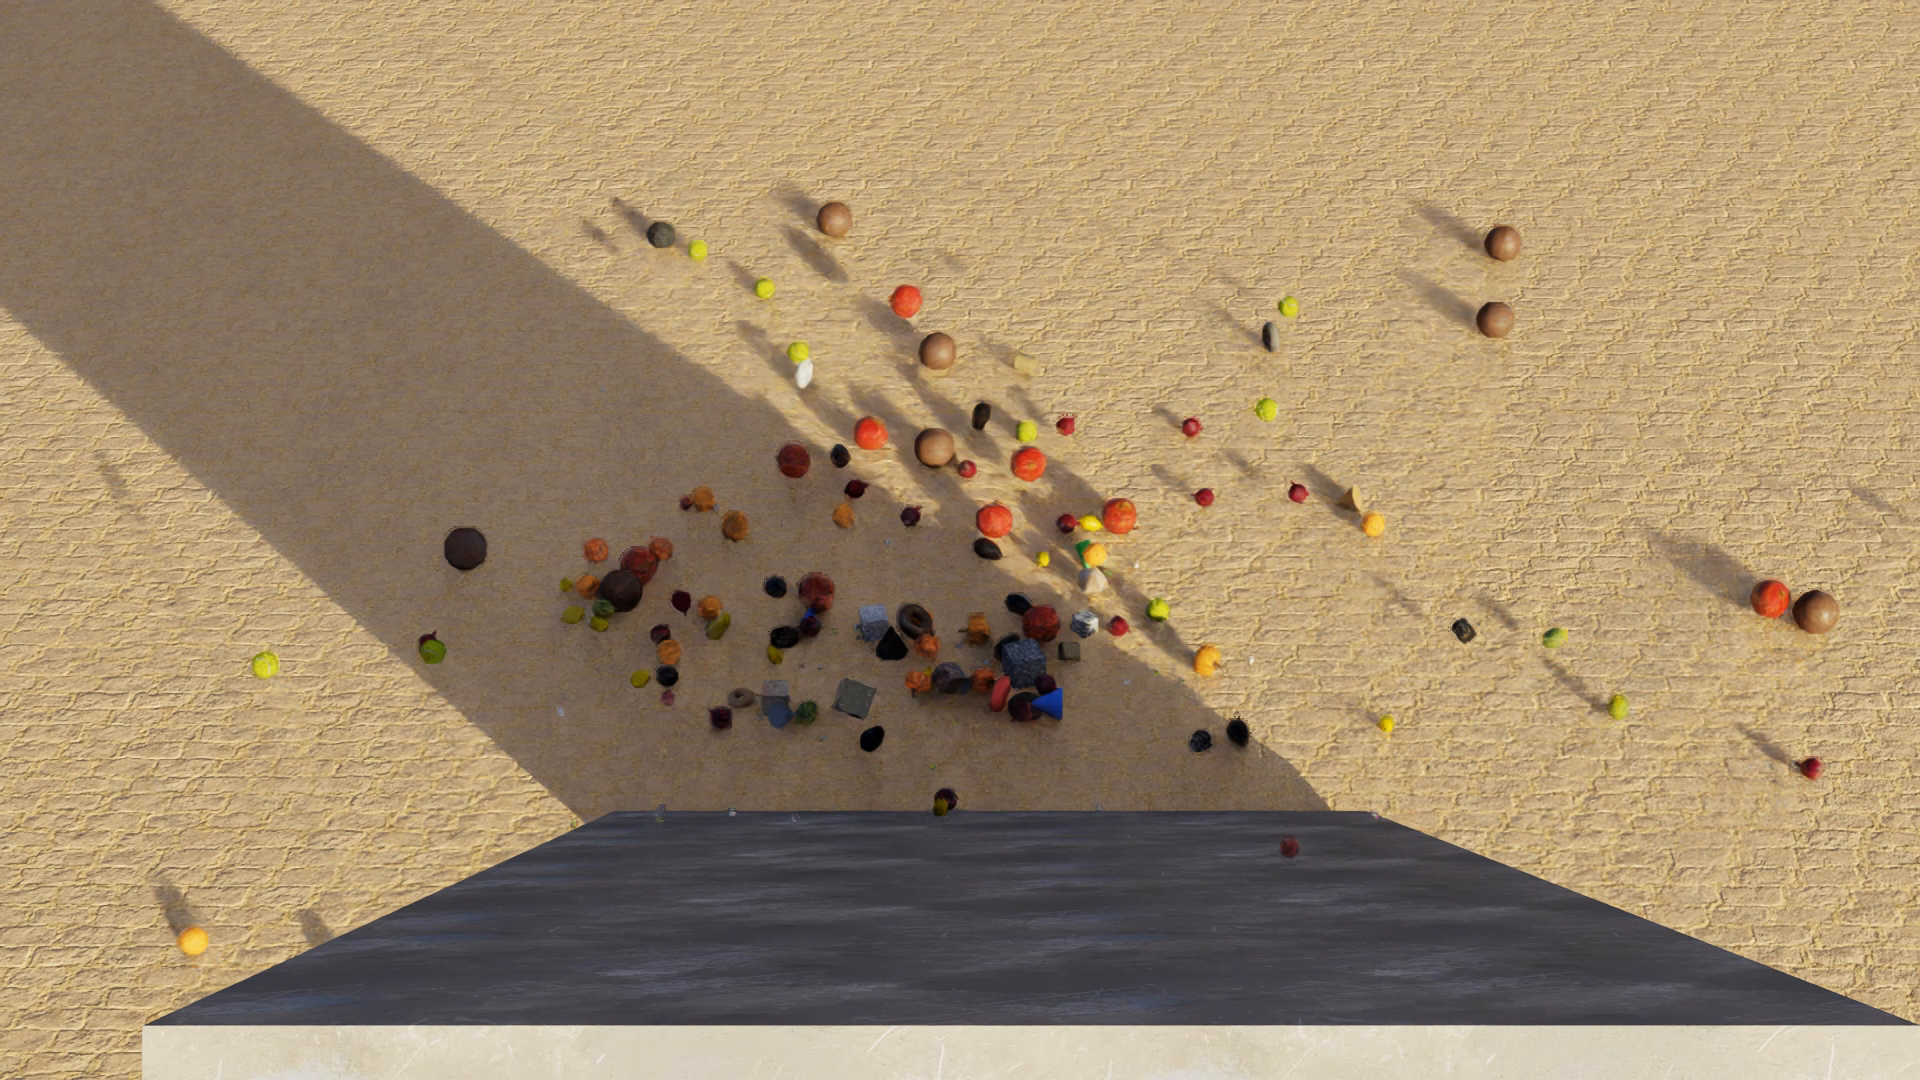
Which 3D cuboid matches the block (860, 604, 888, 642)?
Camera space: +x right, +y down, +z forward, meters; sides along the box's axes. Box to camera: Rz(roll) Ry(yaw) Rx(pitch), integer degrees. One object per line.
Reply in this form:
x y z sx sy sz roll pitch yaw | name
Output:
-0.252 0.244 7.623 0.074 0.074 0.074 -6 37 -8 | block

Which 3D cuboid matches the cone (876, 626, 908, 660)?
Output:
-0.200 0.285 7.552 0.094 0.094 0.094 0 37 0 | cone

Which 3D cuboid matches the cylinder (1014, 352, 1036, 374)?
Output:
0.219 -0.595 8.751 0.060 0.060 0.060 18 40 17 | cylinder

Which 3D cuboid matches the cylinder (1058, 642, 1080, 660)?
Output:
0.316 0.323 7.513 0.052 0.052 0.052 2 36 -12 | cylinder

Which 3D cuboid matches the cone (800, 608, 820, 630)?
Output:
-0.442 0.223 7.663 0.060 0.060 0.060 0 37 0 | cone

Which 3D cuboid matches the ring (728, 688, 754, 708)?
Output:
-0.621 0.449 7.391 0.077 0.026 0.077 -1 36 1 | ring

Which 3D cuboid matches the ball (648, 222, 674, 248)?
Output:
-1.080 -1.102 9.397 0.099 0.099 0.099 0 37 0 | ball

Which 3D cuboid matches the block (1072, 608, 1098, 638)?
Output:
0.366 0.244 7.638 0.055 0.055 0.055 -27 44 -31 | block

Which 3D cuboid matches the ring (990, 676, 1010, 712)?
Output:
0.113 0.433 7.328 0.037 0.110 0.110 18 40 10 | ring

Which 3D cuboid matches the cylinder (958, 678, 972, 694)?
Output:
-0.002 0.405 7.426 0.053 0.053 0.053 -28 45 -32 | cylinder

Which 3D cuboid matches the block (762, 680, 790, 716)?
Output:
-0.521 0.446 7.356 0.071 0.071 0.071 0 37 0 | block

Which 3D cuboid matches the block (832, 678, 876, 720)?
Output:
-0.294 0.440 7.203 0.086 0.086 0.086 22 -10 -13 | block

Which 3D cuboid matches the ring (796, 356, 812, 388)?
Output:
-0.519 -0.560 8.654 0.037 0.110 0.110 11 38 11 | ring

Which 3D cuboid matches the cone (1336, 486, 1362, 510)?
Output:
1.207 -0.121 8.143 0.078 0.078 0.078 -15 30 26 | cone

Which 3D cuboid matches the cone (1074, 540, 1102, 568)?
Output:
0.389 0.060 7.897 0.085 0.085 0.085 3 63 4 | cone

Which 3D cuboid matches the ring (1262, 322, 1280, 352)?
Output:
1.057 -0.689 8.840 0.035 0.104 0.104 -15 39 -10 | ring

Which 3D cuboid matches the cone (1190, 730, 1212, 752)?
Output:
0.683 0.565 7.218 0.064 0.064 0.064 -15 63 32 | cone

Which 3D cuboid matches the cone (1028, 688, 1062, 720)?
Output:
0.236 0.461 7.312 0.096 0.096 0.096 1 37 -1 | cone

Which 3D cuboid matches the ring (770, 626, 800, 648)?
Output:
-0.514 0.285 7.607 0.087 0.029 0.087 0 36 0 | ring

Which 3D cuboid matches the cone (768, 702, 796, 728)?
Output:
-0.486 0.491 7.324 0.074 0.074 0.074 -2 29 -46 | cone

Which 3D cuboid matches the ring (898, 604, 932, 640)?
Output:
-0.130 0.238 7.574 0.115 0.038 0.115 20 52 -28 | ring

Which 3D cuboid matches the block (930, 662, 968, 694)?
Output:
-0.032 0.389 7.373 0.064 0.064 0.064 2 42 -48 | block

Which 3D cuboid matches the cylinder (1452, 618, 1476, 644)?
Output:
1.462 0.263 7.550 0.052 0.052 0.052 -17 51 -21 | cylinder

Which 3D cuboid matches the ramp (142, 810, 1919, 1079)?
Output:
0.081 0.683 4.920 2.000 0.100 4.000 0 -2 0 | ramp

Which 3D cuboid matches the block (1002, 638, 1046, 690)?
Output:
0.183 0.355 7.457 0.096 0.096 0.096 -13 39 -16 | block

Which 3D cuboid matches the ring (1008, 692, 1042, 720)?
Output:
0.187 0.471 7.353 0.106 0.035 0.106 1 36 0 | ring
